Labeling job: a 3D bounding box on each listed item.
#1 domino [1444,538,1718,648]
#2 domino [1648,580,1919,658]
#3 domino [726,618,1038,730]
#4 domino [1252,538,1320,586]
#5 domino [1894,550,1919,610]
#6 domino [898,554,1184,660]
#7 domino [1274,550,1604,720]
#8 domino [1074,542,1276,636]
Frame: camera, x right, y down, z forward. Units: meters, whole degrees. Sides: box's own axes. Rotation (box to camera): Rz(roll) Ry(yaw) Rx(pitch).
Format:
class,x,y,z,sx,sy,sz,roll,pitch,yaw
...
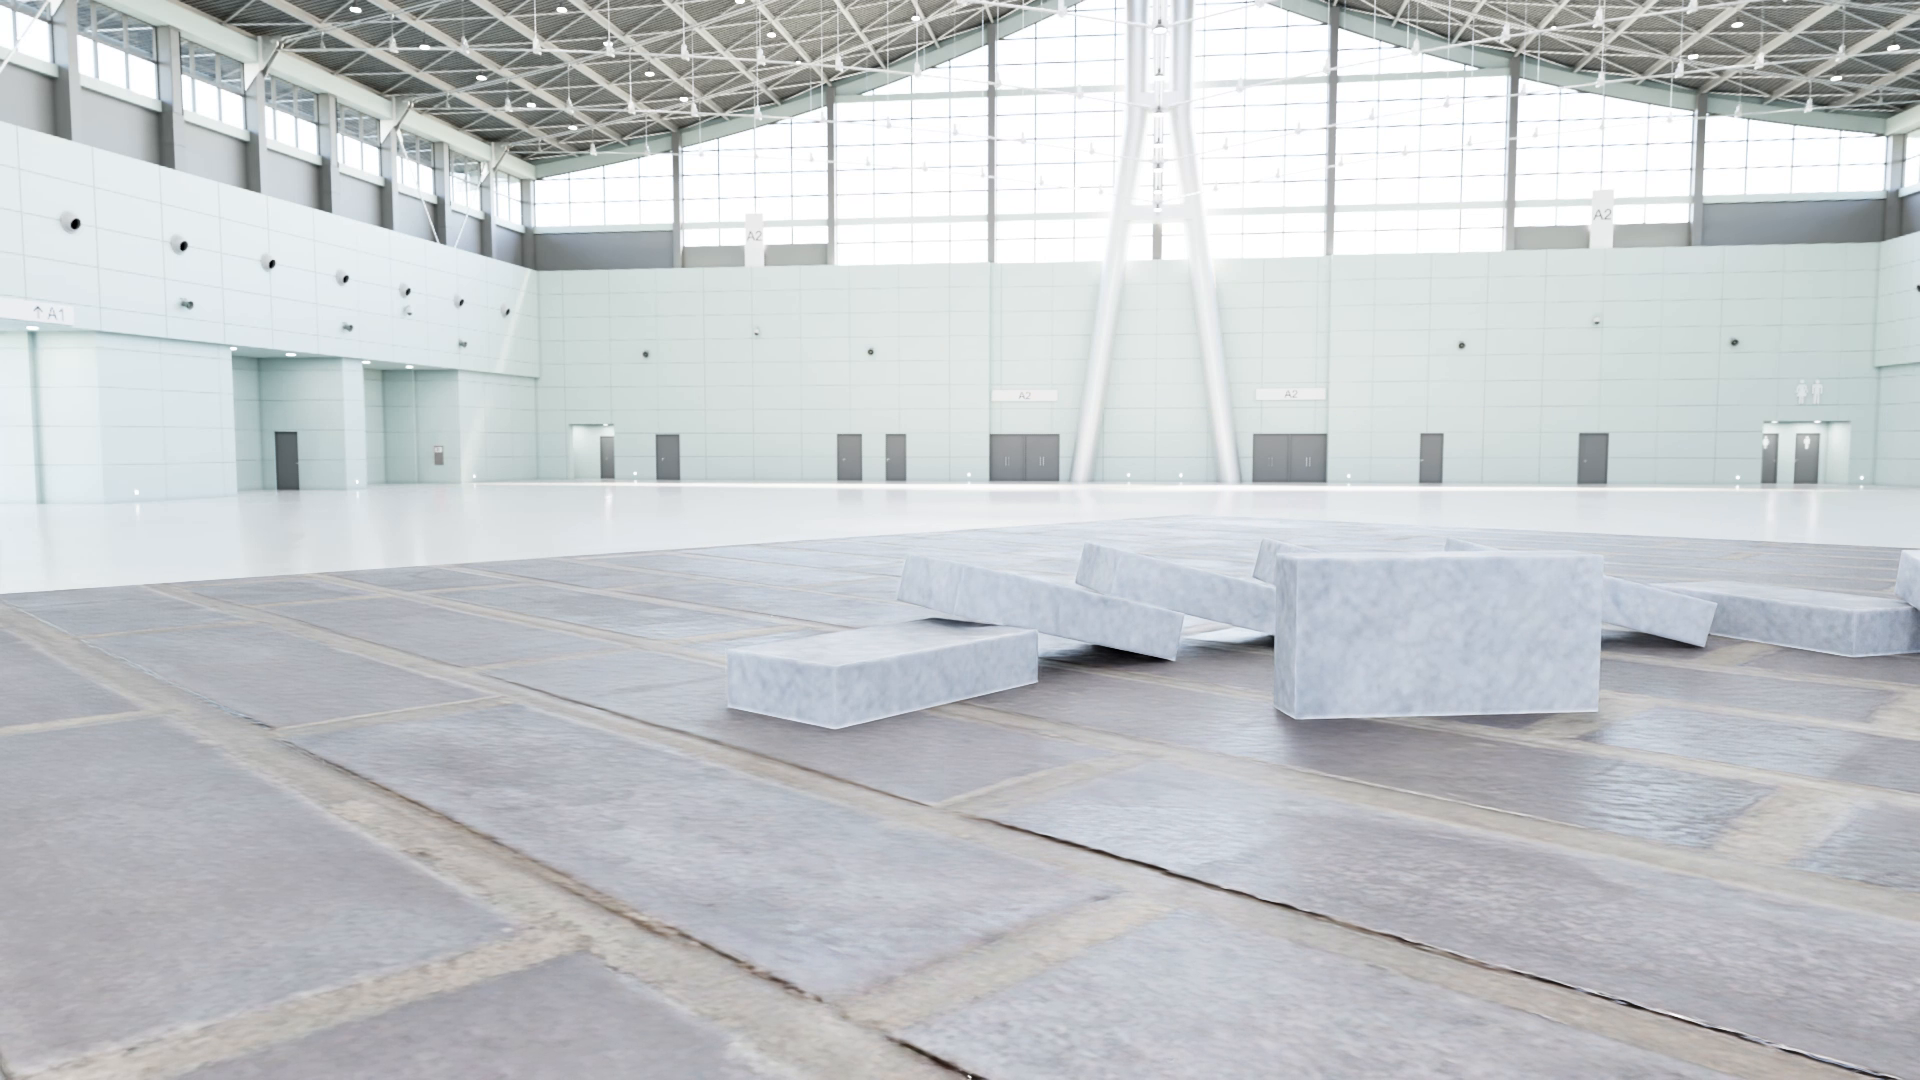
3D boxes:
class,x,y,z,sx,sy,sz,roll,pitch,yaw
domino,0.134,0.011,0.282,0.050,0.010,0.025,14,6,8
domino,0.182,0.017,0.283,0.025,0.009,0.050,-1,5,-18
domino,-0.012,0.021,0.218,0.025,0.009,0.050,4,6,40
domino,0.093,0.011,0.282,0.050,0.010,0.025,14,4,-2
domino,0.203,0.014,0.241,0.025,0.009,0.050,1,17,11
domino,0.016,0.013,0.252,0.050,0.010,0.025,13,-2,-27
domino,0.076,0.015,0.205,0.050,0.025,0.010,0,4,-7
domino,0.052,0.011,0.272,0.050,0.010,0.025,14,1,-12
